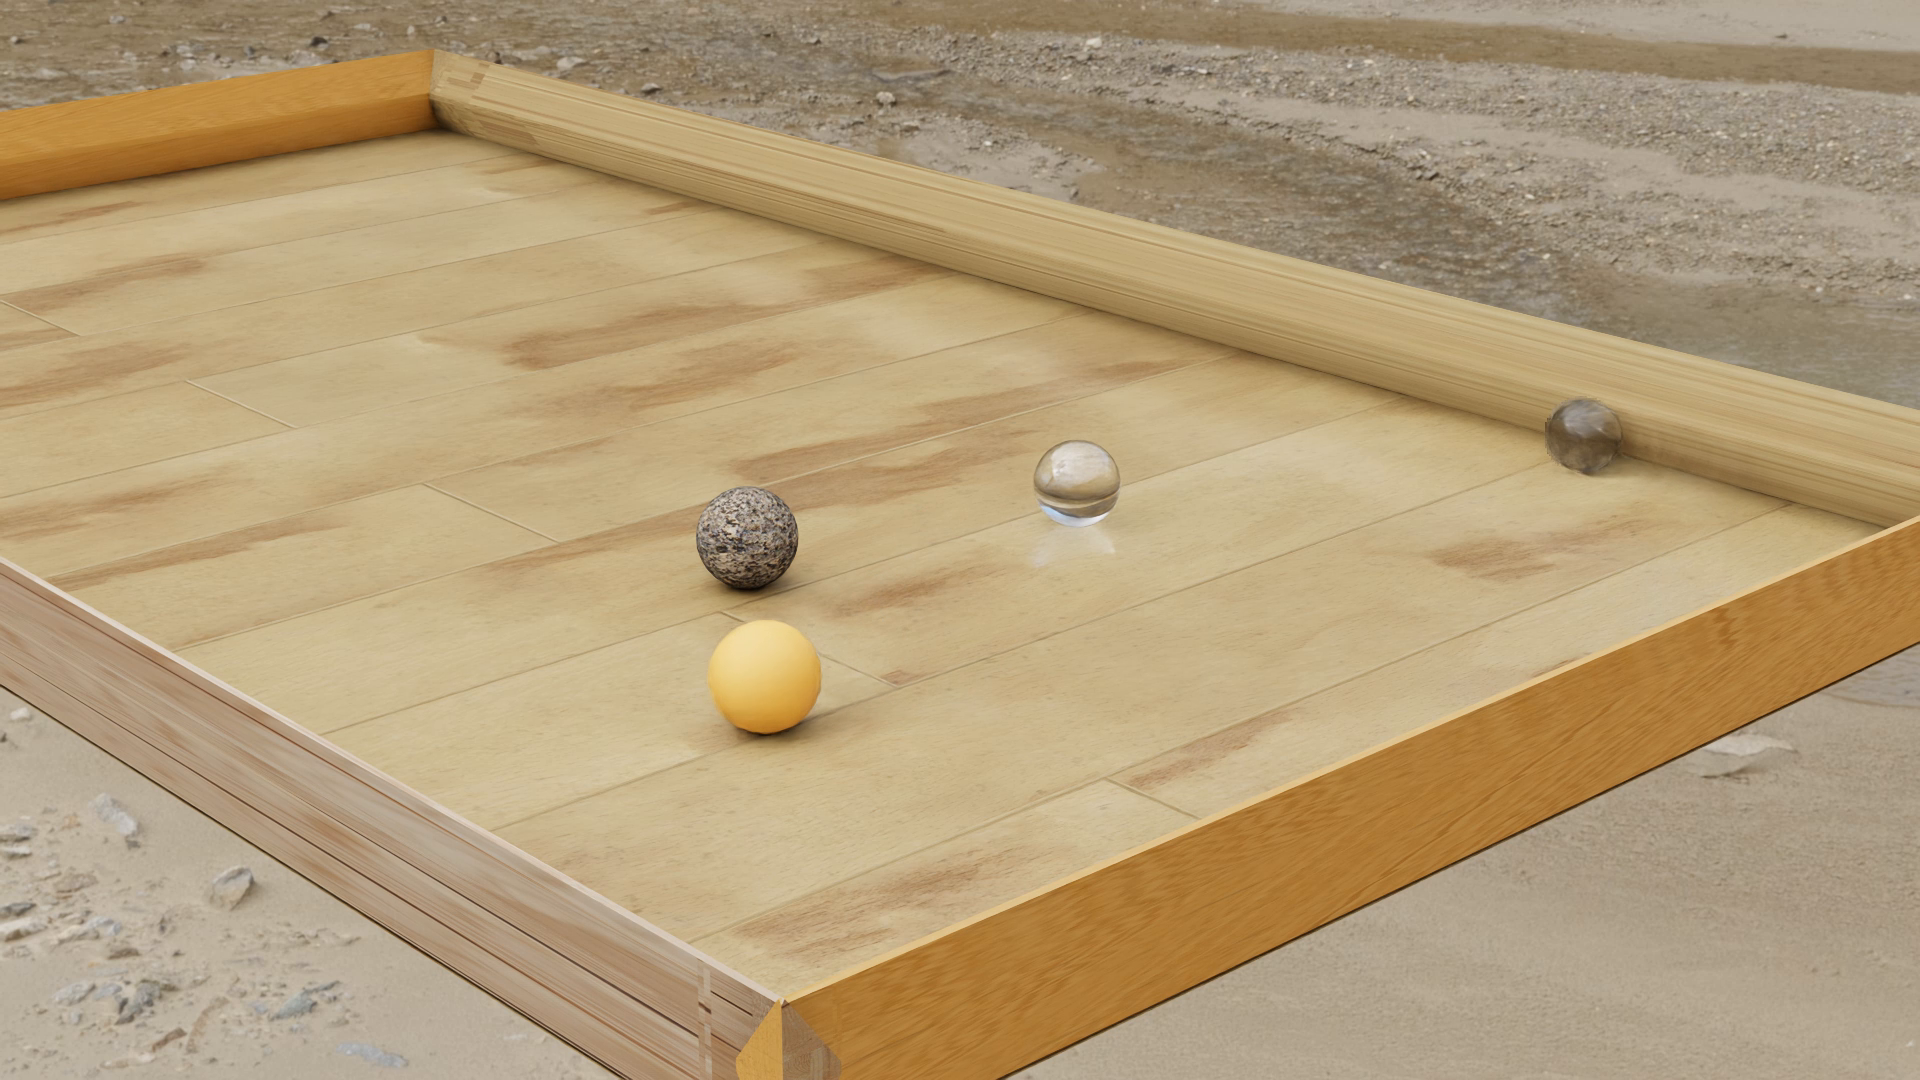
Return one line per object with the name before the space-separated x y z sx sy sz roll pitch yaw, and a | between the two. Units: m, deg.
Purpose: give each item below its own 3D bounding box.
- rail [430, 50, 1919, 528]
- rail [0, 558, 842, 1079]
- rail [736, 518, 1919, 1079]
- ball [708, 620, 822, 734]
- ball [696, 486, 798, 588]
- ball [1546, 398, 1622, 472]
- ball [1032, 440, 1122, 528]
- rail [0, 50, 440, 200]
rail | 0.089 -0.370 3.730 0.045 0.125 2.792 -17 26 -39
rail | -1.033 -0.020 2.762 0.045 0.125 2.792 -17 26 -39
rail | 0.456 0.149 2.295 1.571 0.125 0.045 -17 26 -39
ball | -0.161 0.113 2.441 0.094 0.094 0.094 0 20 0
ball | -0.199 -0.002 2.758 0.096 0.096 0.096 0 20 0
ball | 0.654 -0.110 3.084 0.077 0.077 0.077 0 20 0
ball | 0.116 -0.056 2.919 0.088 0.088 0.088 0 20 0
rail | -1.400 -0.538 4.197 1.571 0.125 0.045 -17 26 -39
